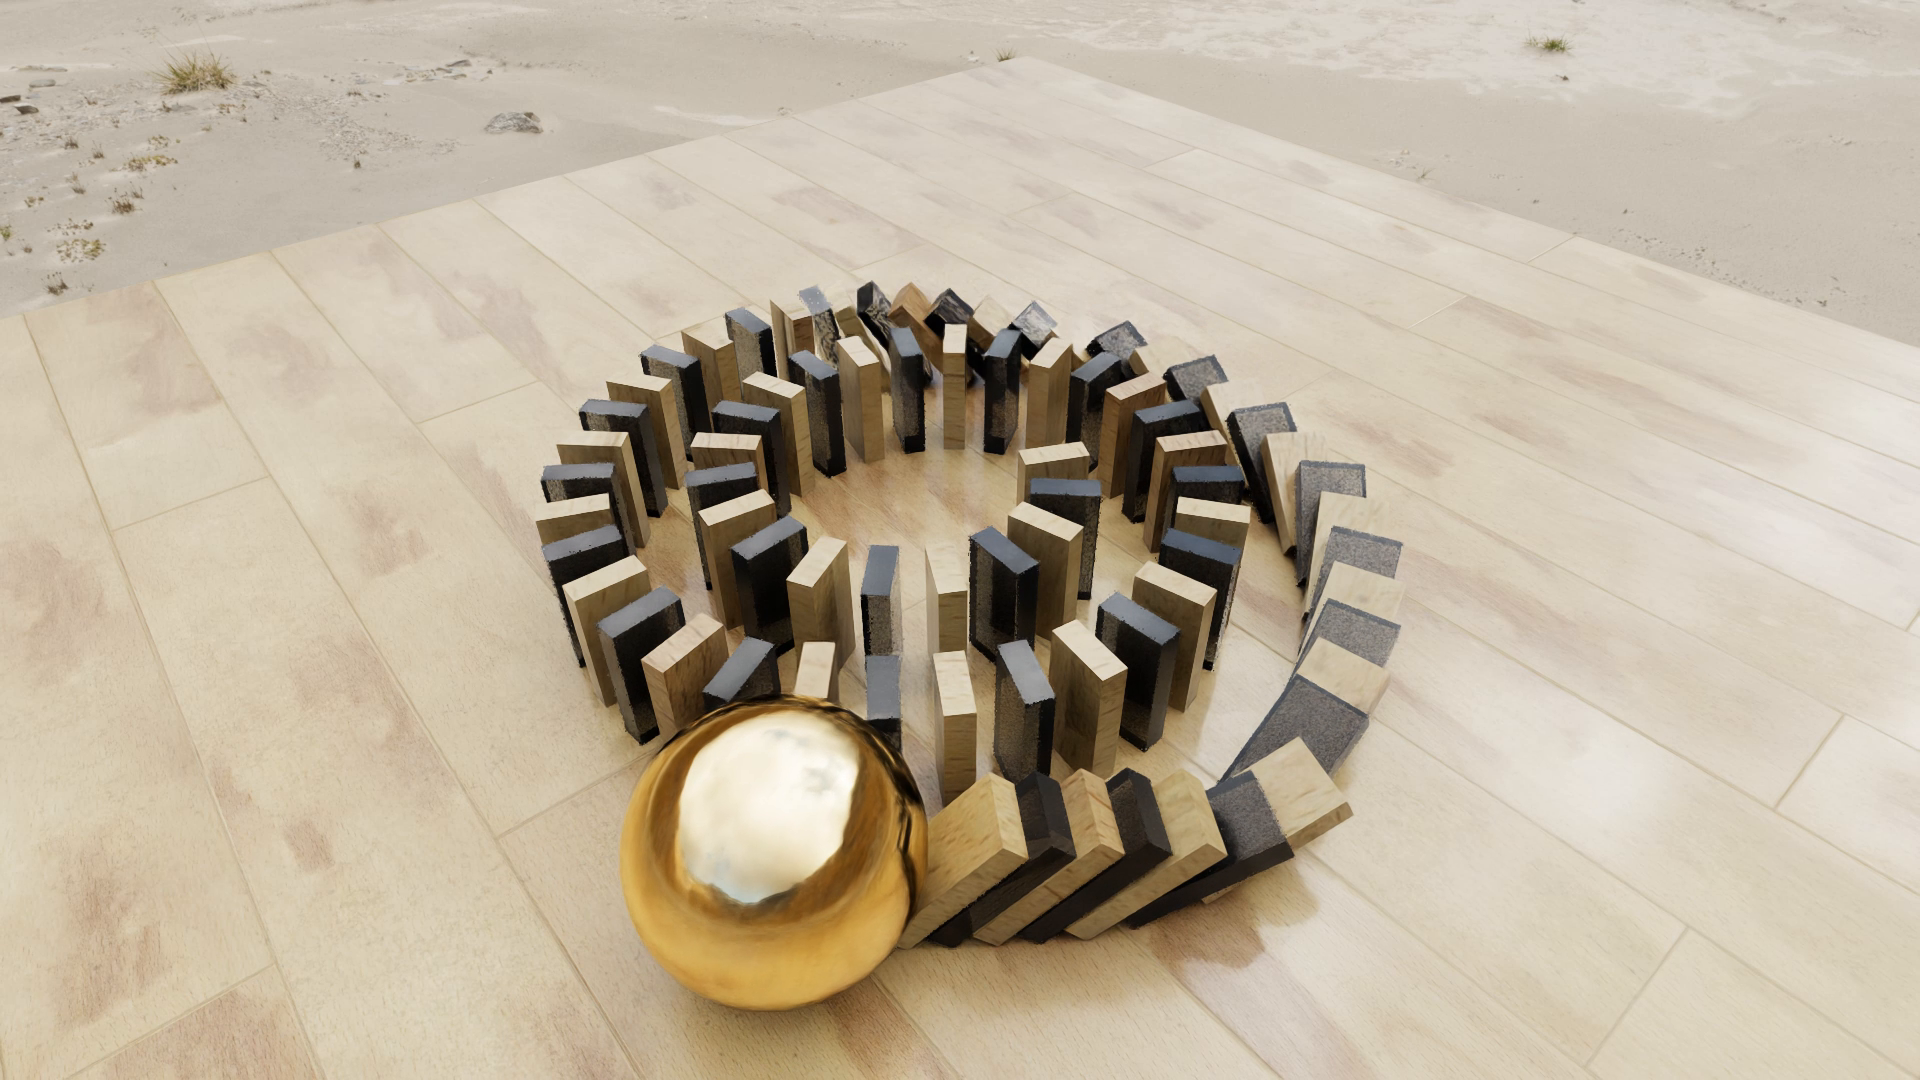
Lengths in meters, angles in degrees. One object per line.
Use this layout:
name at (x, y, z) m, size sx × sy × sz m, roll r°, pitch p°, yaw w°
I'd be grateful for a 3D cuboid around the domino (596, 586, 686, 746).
domino at (-0.101, 0.042, 0.361) m, size 0.009 × 0.050 × 0.025 m, roll 31°, pitch 49°, yaw 32°

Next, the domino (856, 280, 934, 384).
domino at (-0.032, -0.100, 0.535) m, size 0.009 × 0.050 × 0.025 m, roll -29°, pitch 36°, yaw 17°

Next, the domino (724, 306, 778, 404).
domino at (-0.095, -0.079, 0.508) m, size 0.010 × 0.050 × 0.025 m, roll -27°, pitch 47°, yaw -29°

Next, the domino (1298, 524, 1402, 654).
domino at (0.142, 0.021, 0.399) m, size 0.025 × 0.009 × 0.050 m, roll 15°, pitch 70°, yaw 17°

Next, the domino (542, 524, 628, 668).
domino at (-0.128, 0.020, 0.387) m, size 0.025 × 0.050 × 0.009 m, roll -20°, pitch 43°, yaw -22°

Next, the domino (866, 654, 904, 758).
domino at (-0.022, 0.062, 0.336) m, size 0.009 × 0.050 × 0.025 m, roll -2°, pitch 39°, yaw -3°

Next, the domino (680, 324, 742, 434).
domino at (-0.111, -0.070, 0.497) m, size 0.025 × 0.050 × 0.010 m, roll 30°, pitch 48°, yaw 31°

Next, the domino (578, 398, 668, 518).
domino at (-0.138, -0.033, 0.452) m, size 0.025 × 0.050 × 0.009 m, roll 7°, pitch 40°, yaw 8°

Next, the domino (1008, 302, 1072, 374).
domino at (0.046, -0.091, 0.533) m, size 0.050 × 0.009 × 0.025 m, roll 43°, pitch 47°, yaw -3°

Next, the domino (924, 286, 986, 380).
domino at (0.006, -0.098, 0.539) m, size 0.050 × 0.010 × 0.025 m, roll 42°, pitch 39°, yaw -16°

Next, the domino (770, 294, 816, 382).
domino at (-0.077, -0.087, 0.518) m, size 0.009 × 0.050 × 0.025 m, roll -22°, pitch 44°, yaw -24°

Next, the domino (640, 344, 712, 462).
domino at (-0.124, -0.059, 0.483) m, size 0.025 × 0.050 × 0.009 m, roll 20°, pitch 43°, yaw 22°

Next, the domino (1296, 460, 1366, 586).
domino at (0.146, -0.006, 0.433) m, size 0.025 × 0.010 × 0.050 m, roll 4°, pitch 68°, yaw 5°

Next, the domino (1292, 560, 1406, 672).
domino at (0.135, 0.035, 0.384) m, size 0.025 × 0.009 × 0.050 m, roll 19°, pitch 71°, yaw 22°

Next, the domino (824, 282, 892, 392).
domino at (-0.048, -0.097, 0.530) m, size 0.009 × 0.050 × 0.025 m, roll -27°, pitch 42°, yaw 4°

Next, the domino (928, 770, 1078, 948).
domino at (0.009, 0.089, 0.307) m, size 0.010 × 0.050 × 0.025 m, roll 31°, pitch 28°, yaw -29°

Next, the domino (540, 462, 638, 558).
domino at (-0.140, -0.006, 0.419) m, size 0.025 × 0.050 × 0.010 m, roll -3°, pitch 39°, yaw -4°

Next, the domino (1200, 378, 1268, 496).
domino at (0.126, -0.046, 0.481) m, size 0.025 × 0.009 × 0.050 m, roll -11°, pitch 69°, yaw -13°

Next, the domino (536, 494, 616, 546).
domino at (-0.136, 0.008, 0.402) m, size 0.025 × 0.050 × 0.009 m, roll -11°, pitch 41°, yaw -13°

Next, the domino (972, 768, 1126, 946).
domino at (0.022, 0.089, 0.308) m, size 0.009 × 0.050 × 0.025 m, roll 32°, pitch 28°, yaw -29°

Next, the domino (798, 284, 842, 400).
domino at (-0.063, -0.093, 0.524) m, size 0.009 × 0.050 × 0.025 m, roll -22°, pitch 43°, yaw -9°

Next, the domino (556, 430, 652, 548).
domino at (-0.140, -0.019, 0.435) m, size 0.025 × 0.050 × 0.009 m, roll 2°, pitch 39°, yaw 3°

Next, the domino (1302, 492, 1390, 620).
domino at (0.146, 0.008, 0.416) m, size 0.025 × 0.010 × 0.050 m, roll 10°, pitch 69°, yaw 11°

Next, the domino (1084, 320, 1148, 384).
domino at (0.085, -0.078, 0.520) m, size 0.025 × 0.010 × 0.050 m, roll -31°, pitch 79°, yaw -32°

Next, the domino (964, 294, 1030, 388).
domino at (0.026, -0.095, 0.537) m, size 0.050 × 0.010 × 0.025 m, roll 41°, pitch 42°, yaw -10°

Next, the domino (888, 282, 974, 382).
domino at (-0.013, -0.100, 0.539) m, size 0.010 × 0.050 × 0.025 m, roll -31°, pitch 28°, yaw 30°

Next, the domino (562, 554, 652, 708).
domino at (-0.115, 0.031, 0.373) m, size 0.025 × 0.050 × 0.009 m, roll -27°, pitch 46°, yaw -29°

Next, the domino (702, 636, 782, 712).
domino at (-0.065, 0.057, 0.342) m, size 0.010 × 0.050 × 0.025 m, roll 15°, pitch 42°, yaw 17°

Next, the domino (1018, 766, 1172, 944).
domino at (0.035, 0.089, 0.308) m, size 0.010 × 0.050 × 0.025 m, roll 32°, pitch 28°, yaw -29°

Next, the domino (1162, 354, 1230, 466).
domino at (0.114, -0.058, 0.496) m, size 0.025 × 0.009 × 0.050 m, roll -18°, pitch 72°, yaw -20°

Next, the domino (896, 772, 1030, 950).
domino at (-0.003, 0.090, 0.307) m, size 0.010 × 0.050 × 0.025 m, roll 31°, pitch 28°, yaw -29°

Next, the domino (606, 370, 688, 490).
domino at (-0.132, -0.046, 0.468) m, size 0.025 × 0.050 × 0.010 m, roll 12°, pitch 41°, yaw 14°

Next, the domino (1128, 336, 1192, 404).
domino at (0.102, -0.069, 0.509) m, size 0.025 × 0.009 × 0.050 m, roll -21°, pitch 74°, yaw -24°

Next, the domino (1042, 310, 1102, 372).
domino at (0.066, -0.085, 0.528) m, size 0.050 × 0.010 × 0.025 m, roll 46°, pitch 51°, yaw 2°

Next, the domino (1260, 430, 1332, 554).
domino at (0.141, -0.020, 0.450) m, size 0.025 × 0.009 × 0.050 m, roll -4°, pitch 67°, yaw -4°

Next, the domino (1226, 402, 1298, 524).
domino at (0.133, -0.033, 0.466) m, size 0.025 × 0.010 × 0.050 m, roll -10°, pitch 68°, yaw -12°

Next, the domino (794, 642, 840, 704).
domino at (-0.043, 0.059, 0.338) m, size 0.009 × 0.050 × 0.025 m, roll 0°, pitch 34°, yaw 0°

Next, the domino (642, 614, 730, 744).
domino at (-0.084, 0.050, 0.350) m, size 0.009 × 0.050 × 0.025 m, roll 24°, pitch 45°, yaw 27°
